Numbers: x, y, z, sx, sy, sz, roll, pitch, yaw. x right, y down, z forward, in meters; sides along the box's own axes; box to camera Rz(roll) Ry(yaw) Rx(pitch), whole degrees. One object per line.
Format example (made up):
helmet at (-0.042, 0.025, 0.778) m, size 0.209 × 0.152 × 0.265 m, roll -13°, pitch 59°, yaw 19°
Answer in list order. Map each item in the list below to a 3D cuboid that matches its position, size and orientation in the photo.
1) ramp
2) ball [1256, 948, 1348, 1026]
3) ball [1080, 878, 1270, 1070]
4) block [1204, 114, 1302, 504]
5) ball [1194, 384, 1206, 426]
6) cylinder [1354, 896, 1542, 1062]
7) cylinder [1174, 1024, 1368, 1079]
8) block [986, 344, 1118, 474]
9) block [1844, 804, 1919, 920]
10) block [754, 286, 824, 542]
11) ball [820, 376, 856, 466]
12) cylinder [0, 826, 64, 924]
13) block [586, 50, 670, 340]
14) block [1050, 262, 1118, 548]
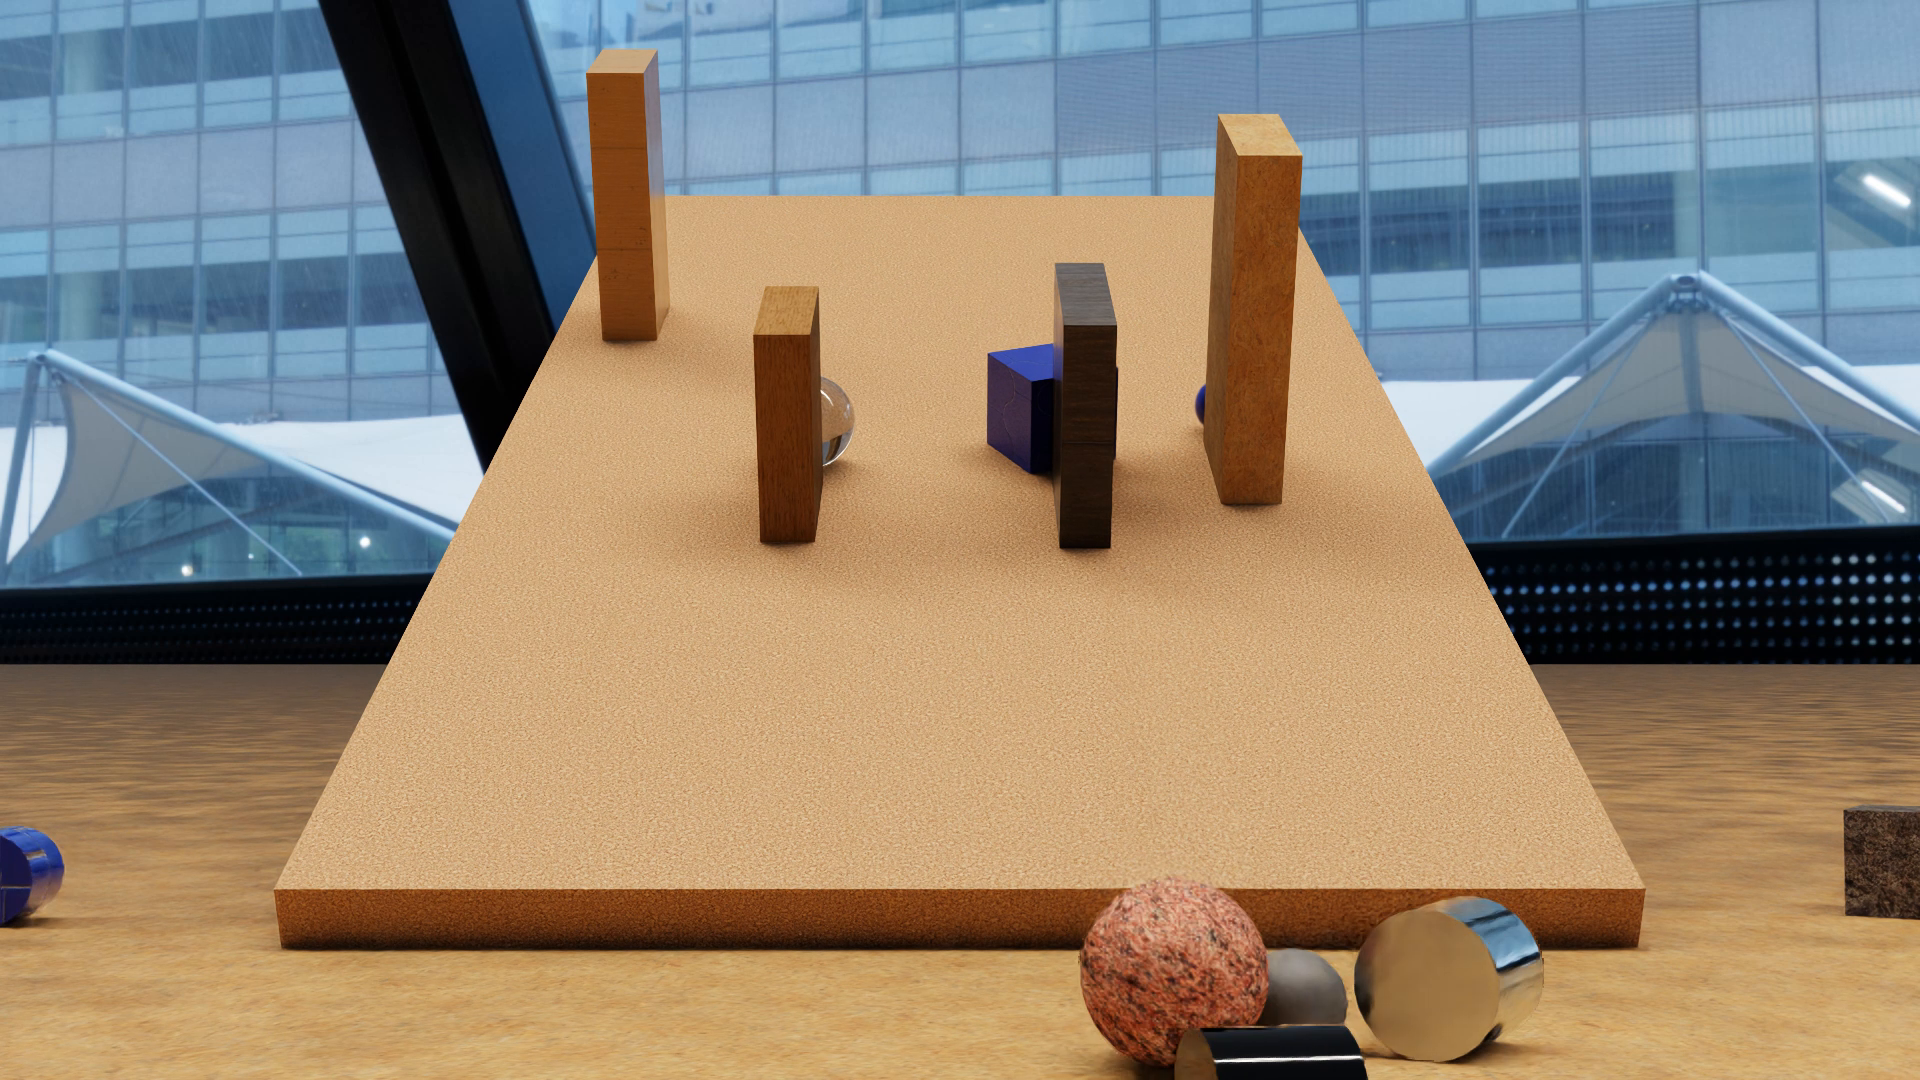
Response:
ramp at (-0.007, -0.225, 5.228) m, size 2.000 × 0.100 × 4.000 m, roll 0°, pitch 23°, yaw 0°
ball at (0.357, 0.495, 2.473) m, size 0.115 × 0.115 × 0.115 m, roll 0°, pitch -3°, yaw 0°
ball at (0.223, 0.451, 2.405) m, size 0.197 × 0.197 × 0.197 m, roll 0°, pitch -3°, yaw 0°
block at (0.599, -0.480, 4.774) m, size 0.125 × 0.726 × 0.363 m, roll 0°, pitch 23°, yaw 0°
ball at (0.581, -0.298, 5.115) m, size 0.125 × 0.125 × 0.125 m, roll 0°, pitch -3°, yaw 0°
cylinder at (0.532, 0.475, 2.513) m, size 0.160 × 0.160 × 0.160 m, roll -2°, pitch -3°, yaw 30°
cylinder at (0.253, 0.460, 1.889) m, size 0.125 × 0.125 × 0.125 m, roll 1°, pitch -3°, yaw -12°
block at (0.198, -0.289, 4.986) m, size 0.208 × 0.208 × 0.208 m, roll -11°, pitch 25°, yaw -24°
block at (1.586, 0.537, 3.861) m, size 0.174 × 0.174 × 0.174 m, roll -2°, pitch -3°, yaw 31°
block at (-0.340, -0.255, 4.621) m, size 0.108 × 0.428 × 0.318 m, roll 0°, pitch 23°, yaw 0°
ball at (-0.320, -0.251, 4.904) m, size 0.200 × 0.200 × 0.200 m, roll 0°, pitch -3°, yaw 0°
cylinder at (-1.548, 0.543, 3.731) m, size 0.149 × 0.149 × 0.149 m, roll 0°, pitch -3°, yaw -3°
block at (-0.820, -0.858, 5.740) m, size 0.136 × 0.664 × 0.292 m, roll 0°, pitch 23°, yaw 0°
block at (0.245, -0.276, 4.636) m, size 0.101 × 0.457 × 0.421 m, roll 0°, pitch 23°, yaw 0°
